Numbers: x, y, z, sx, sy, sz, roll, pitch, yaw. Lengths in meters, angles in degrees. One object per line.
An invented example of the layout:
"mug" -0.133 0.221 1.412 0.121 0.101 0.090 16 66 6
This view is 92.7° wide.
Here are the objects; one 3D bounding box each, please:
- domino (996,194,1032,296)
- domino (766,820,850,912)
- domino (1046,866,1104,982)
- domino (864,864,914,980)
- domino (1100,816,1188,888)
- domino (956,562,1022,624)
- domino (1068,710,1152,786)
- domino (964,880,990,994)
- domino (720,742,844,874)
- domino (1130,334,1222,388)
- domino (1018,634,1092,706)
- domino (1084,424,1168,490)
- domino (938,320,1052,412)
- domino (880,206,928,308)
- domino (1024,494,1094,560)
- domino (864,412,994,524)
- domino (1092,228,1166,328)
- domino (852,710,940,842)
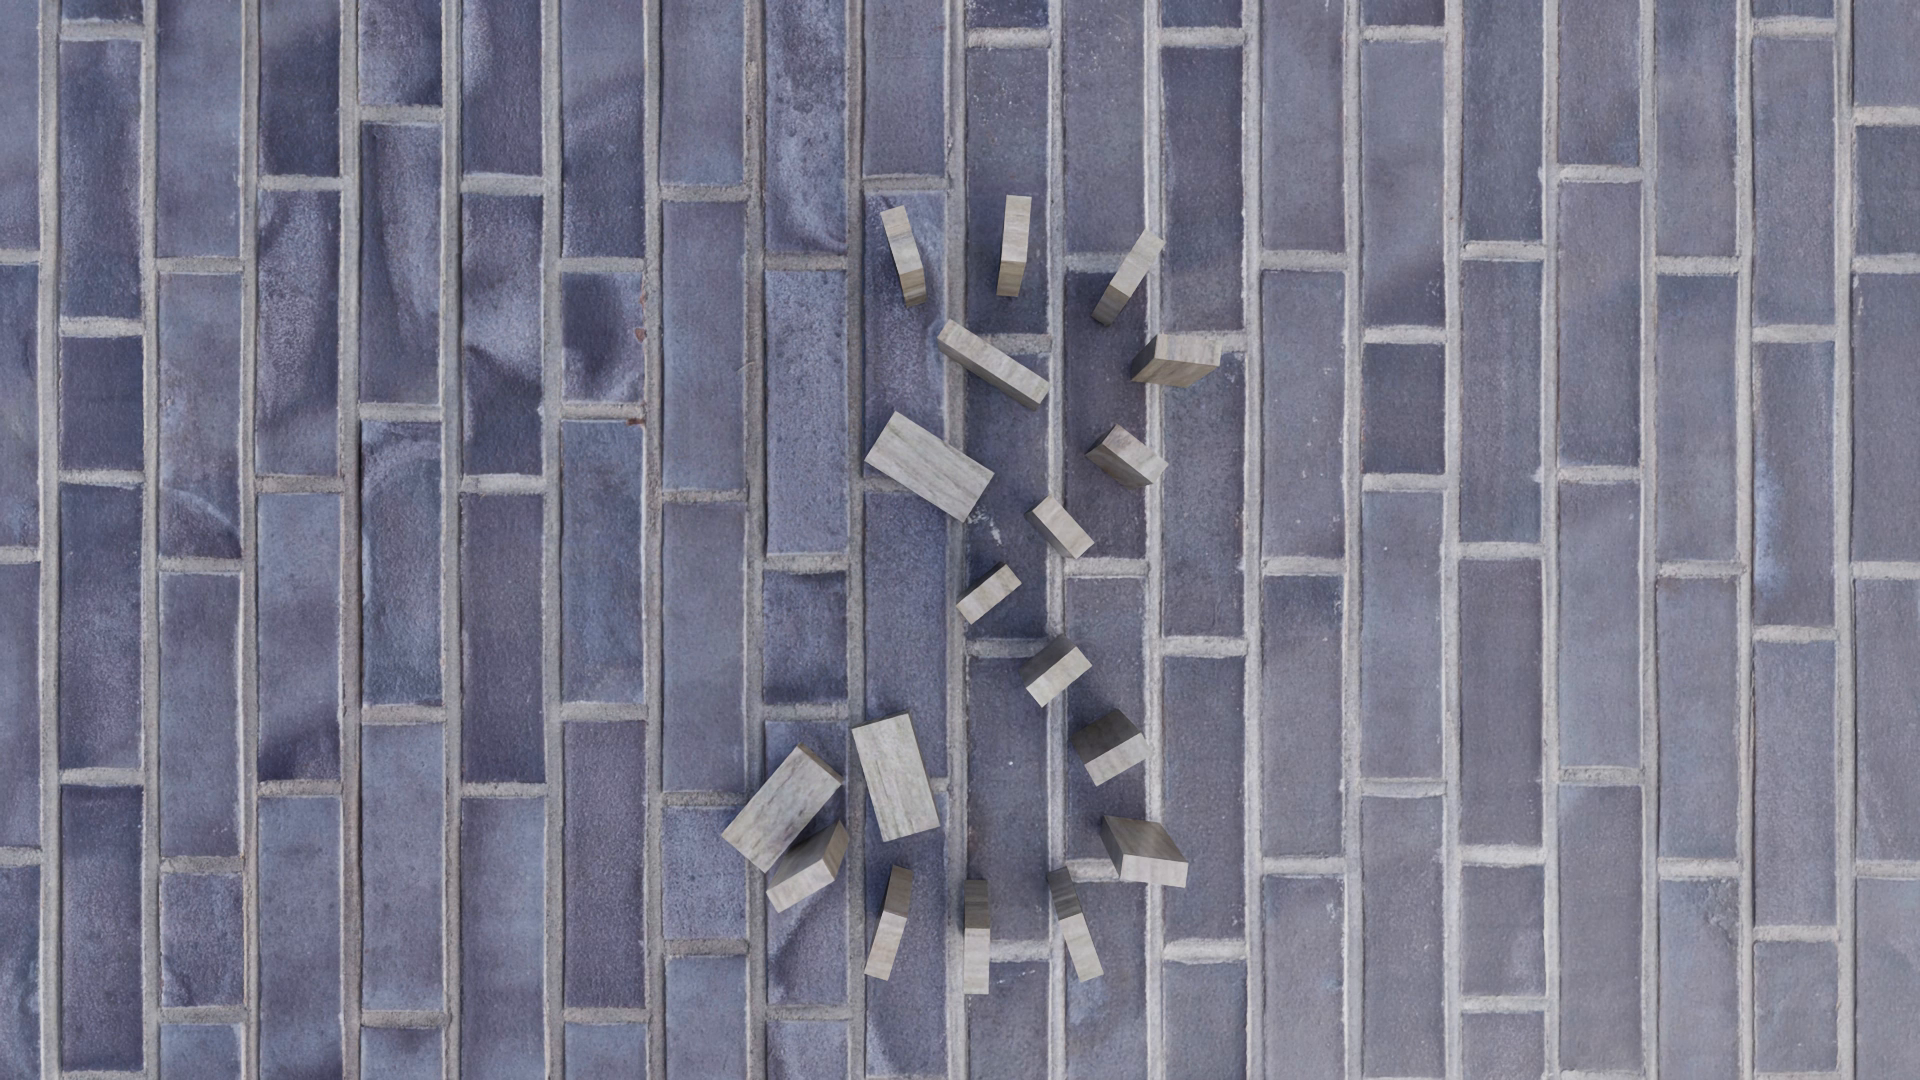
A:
"domino" 0.022 -0.119 0.375 0.009 0.050 0.025 5 90 0
"domino" -0.061 0.132 0.375 0.025 0.050 0.010 -30 90 0
"domino" 0.046 0.156 0.375 0.009 0.050 0.025 -20 90 0
"domino" -0.028 0.155 0.375 0.009 0.050 0.025 17 90 0
"domino" 0.074 0.126 0.375 0.025 0.050 0.009 8 90 0
"domino" 0.011 0.021 0.375 0.025 0.050 0.009 -39 90 0
"domino" 0.061 0.084 0.375 0.025 0.050 0.009 -30 90 0
"domino" 0.006 0.161 0.375 0.009 0.050 0.025 1 90 0
"domino" -0.076 0.115 0.395 0.025 0.009 0.050 41 90 0
"domino" 0.087 -0.073 0.375 0.025 0.050 0.010 7 90 0
"domino" 0.038 0.052 0.375 0.025 0.050 0.010 -40 90 0
"domino" 0.067 -0.033 0.375 0.025 0.050 0.010 38 90 0
"domino" 0.014 -0.073 0.388 0.050 0.025 0.010 33 90 0
"domino" -0.022 -0.115 0.375 0.010 0.050 0.025 -17 90 0
"domino" 0.040 -0.005 0.375 0.010 0.050 0.025 -42 90 0
"domino" -0.013 -0.031 0.395 0.050 0.010 0.025 32 90 0
"domino" 0.068 -0.106 0.375 0.010 0.050 0.025 33 90 0
"domino" -0.027 0.101 0.395 0.025 0.010 0.050 -16 90 0
